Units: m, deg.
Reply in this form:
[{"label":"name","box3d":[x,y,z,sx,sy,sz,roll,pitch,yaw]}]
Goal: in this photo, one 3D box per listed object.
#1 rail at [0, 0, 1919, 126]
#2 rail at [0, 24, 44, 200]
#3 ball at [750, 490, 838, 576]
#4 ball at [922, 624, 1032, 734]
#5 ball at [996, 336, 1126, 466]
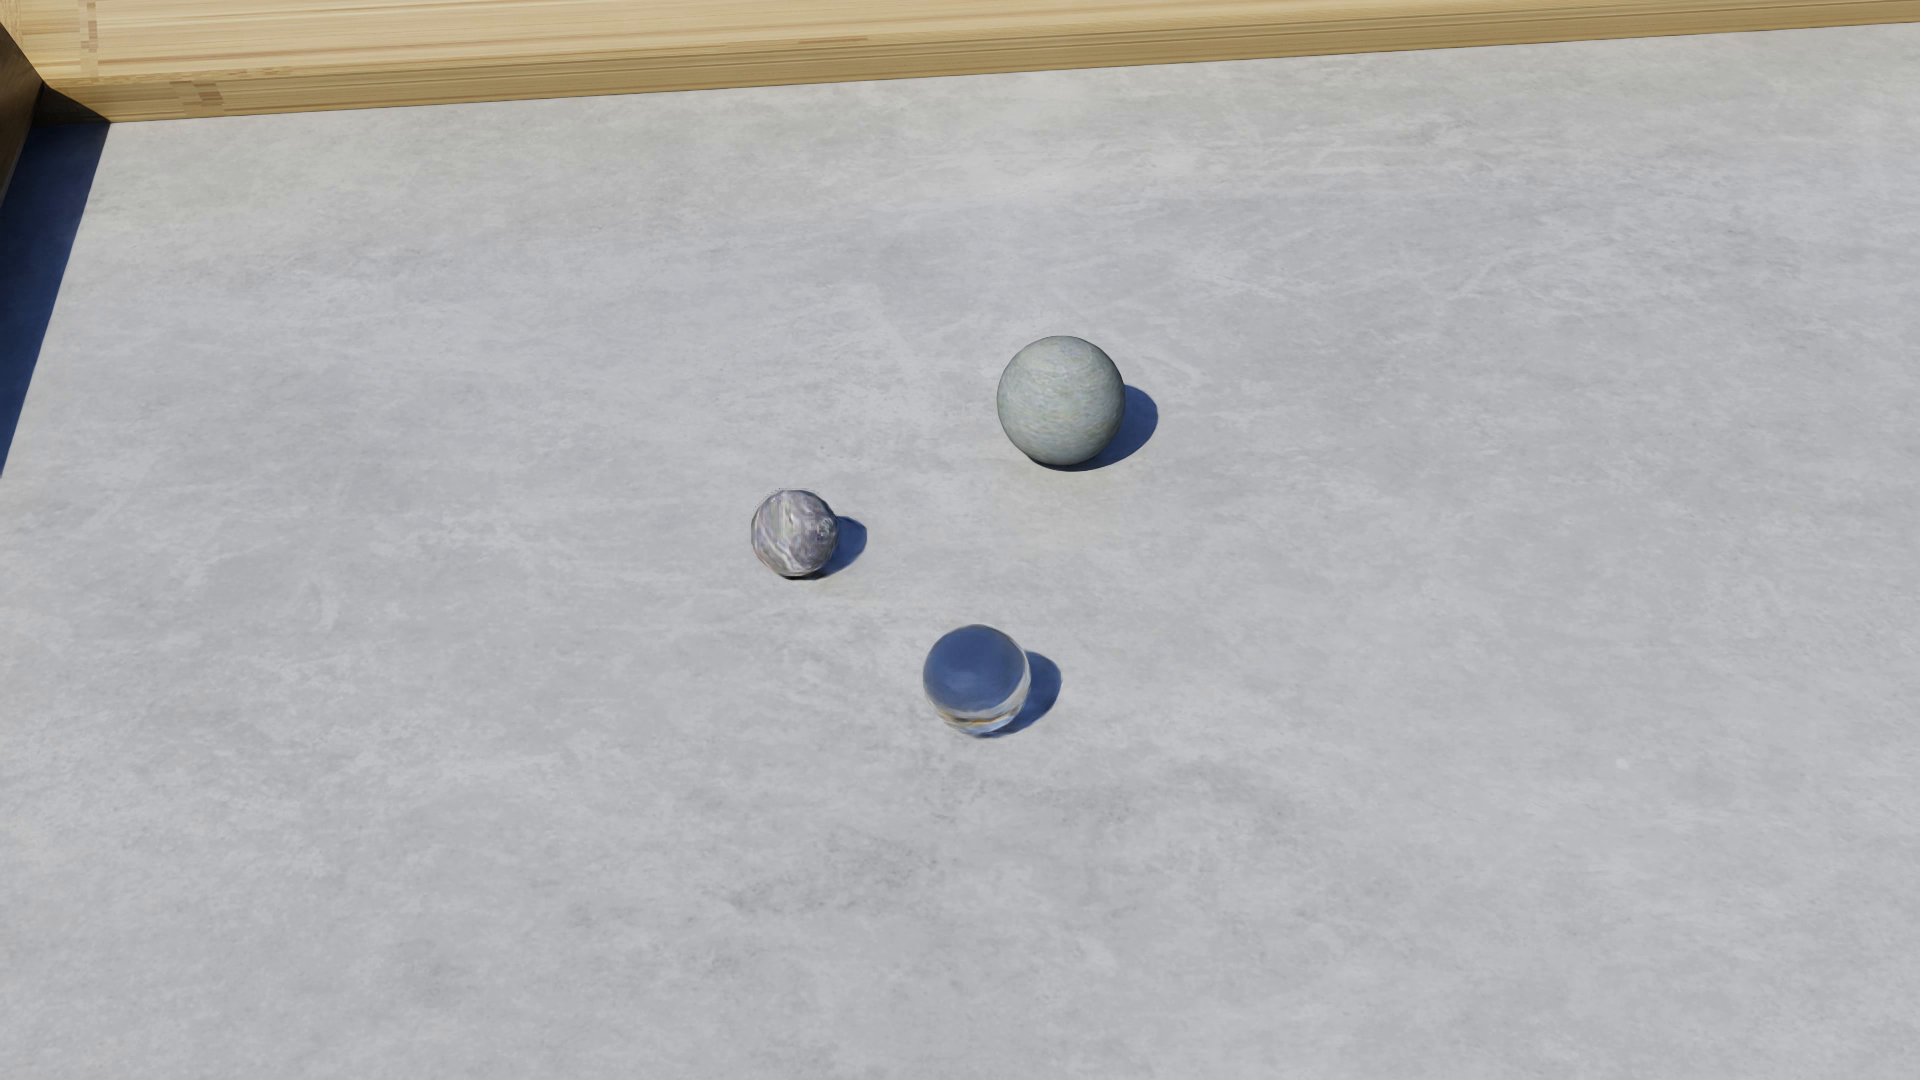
[{"label":"rail","box3d":[0.630,-0.501,2.319,2.920,0.117,0.045,-4,36,-6]},{"label":"rail","box3d":[-0.701,0.036,1.574,0.045,0.117,1.532,-4,36,-6]},{"label":"ball","box3d":[-0.109,-0.005,1.682,0.058,0.058,0.058,0,36,0]},{"label":"ball","box3d":[0.010,0.084,1.552,0.066,0.066,0.066,0,36,0]},{"label":"ball","box3d":[0.070,-0.097,1.783,0.090,0.090,0.090,0,36,0]}]
